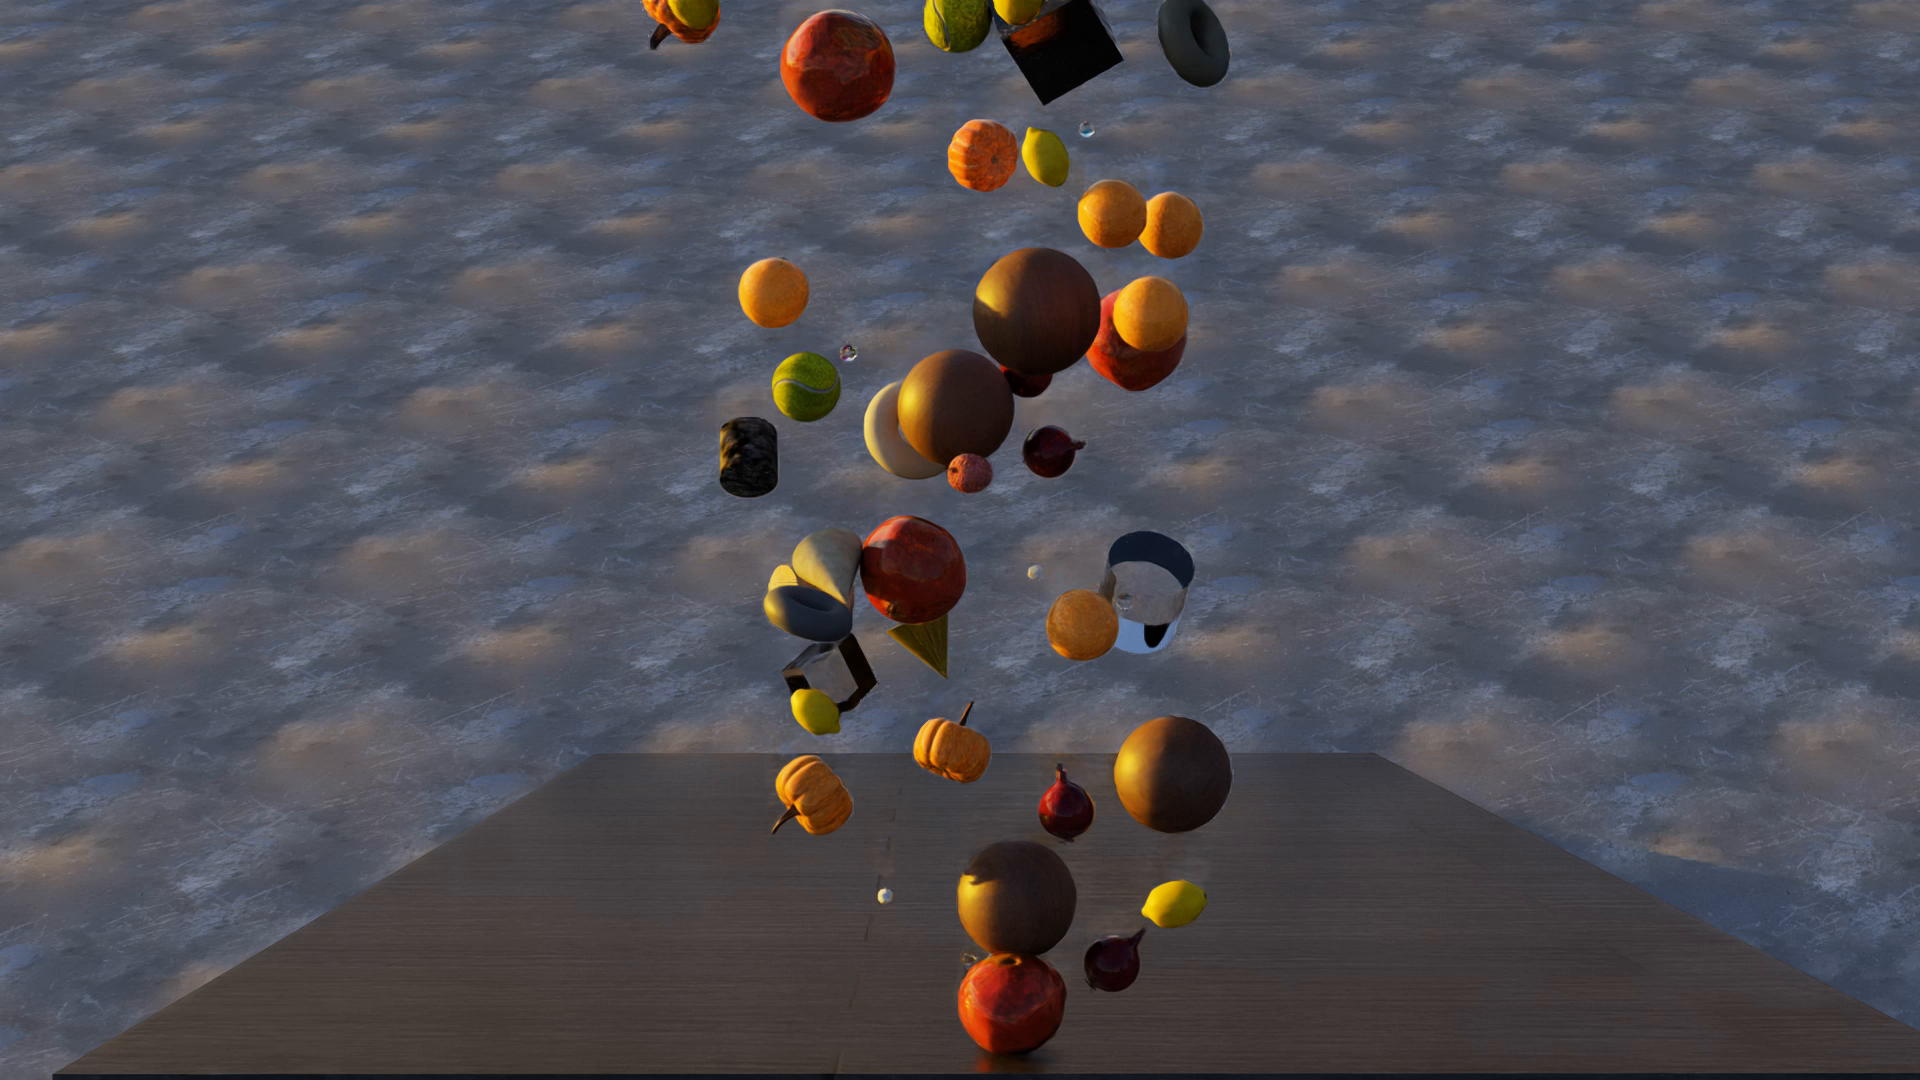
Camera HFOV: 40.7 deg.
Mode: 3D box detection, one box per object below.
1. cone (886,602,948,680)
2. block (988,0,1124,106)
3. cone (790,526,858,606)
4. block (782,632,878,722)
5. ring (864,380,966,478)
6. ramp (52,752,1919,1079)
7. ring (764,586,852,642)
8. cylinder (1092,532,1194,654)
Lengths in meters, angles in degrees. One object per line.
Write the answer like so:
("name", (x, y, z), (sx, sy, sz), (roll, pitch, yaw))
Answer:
("cone", (-0.032, 0.123, 2.952), (0.080, 0.080, 0.080), (-26, 1, 0))
("block", (0.095, -0.520, 2.615), (0.093, 0.093, 0.093), (-28, 43, 12))
("cone", (-0.126, 0.040, 2.649), (0.076, 0.076, 0.076), (-12, 52, -20))
("block", (-0.142, 0.150, 2.830), (0.063, 0.063, 0.063), (-17, 16, 33))
("ring", (-0.051, -0.126, 2.946), (0.118, 0.118, 0.039), (-8, -12, -14))
("ramp", (0.067, 0.598, 4.656), (2.000, 0.100, 4.000), (0, 0, 0))
("ring", (-0.147, 0.071, 2.502), (0.089, 0.030, 0.089), (18, 16, -5))
("cylinder", (0.195, 0.056, 2.764), (0.093, 0.093, 0.093), (6, 46, -6))
